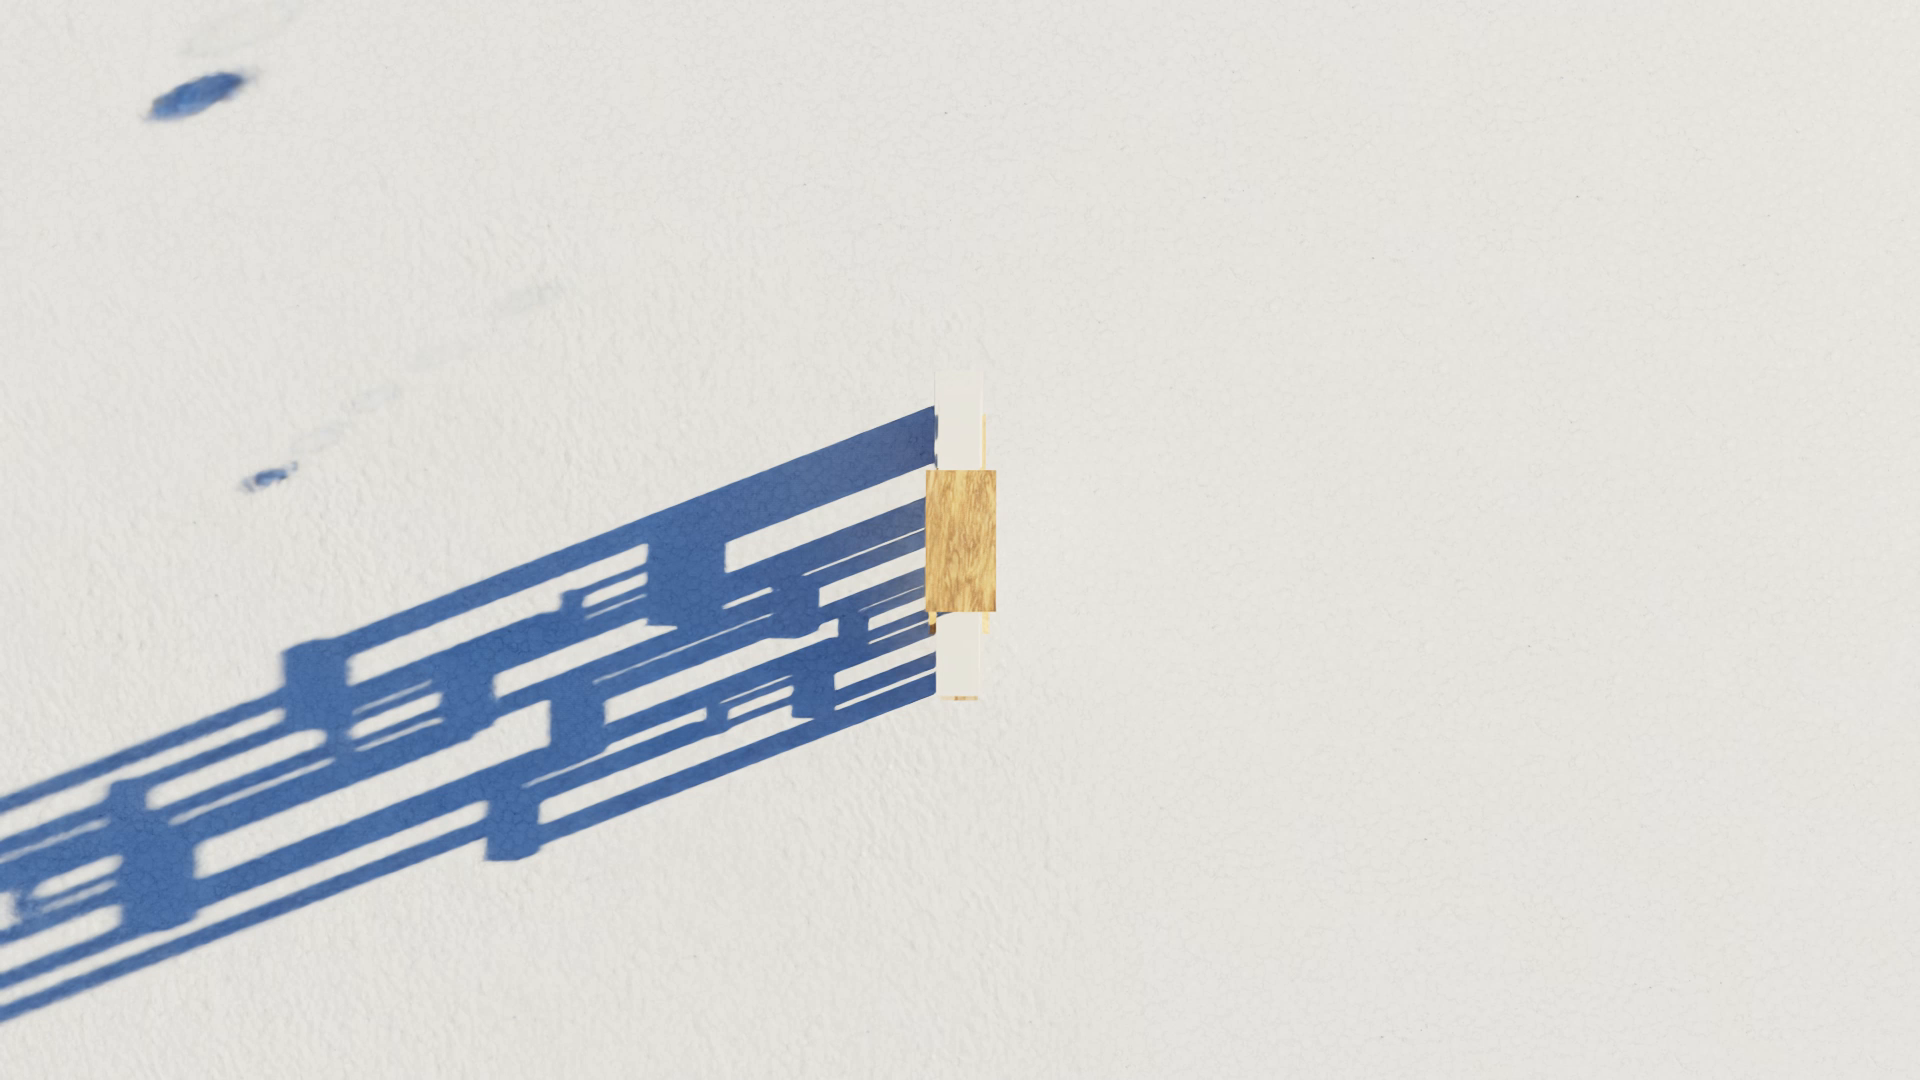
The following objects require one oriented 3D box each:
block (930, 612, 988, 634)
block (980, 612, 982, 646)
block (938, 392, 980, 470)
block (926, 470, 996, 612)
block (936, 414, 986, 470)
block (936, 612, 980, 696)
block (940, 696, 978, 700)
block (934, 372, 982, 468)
[{"bbox_3d":[-0.003,0.094,4.547,0.164,0.046,0.328,0,90,0],"label":"block"},{"bbox_3d":[0.003,0.164,4.292,0.108,0.031,0.217,0,90,0],"label":"block"},{"bbox_3d":[-0.003,-0.276,4.268,0.107,0.030,0.213,1,90,0],"label":"block"},{"bbox_3d":[0.002,0.002,3.918,0.167,0.047,0.335,0,90,0],"label":"block"},{"bbox_3d":[0.003,-0.241,5.172,0.153,0.043,0.306,0,90,0],"label":"block"},{"bbox_3d":[-0.005,0.277,4.052,0.105,0.030,0.210,0,90,0],"label":"block"},{"bbox_3d":[-0.002,0.372,4.969,0.110,0.031,0.221,0,90,0],"label":"block"},{"bbox_3d":[-0.004,-0.344,4.735,0.137,0.039,0.275,0,90,0],"label":"block"}]
